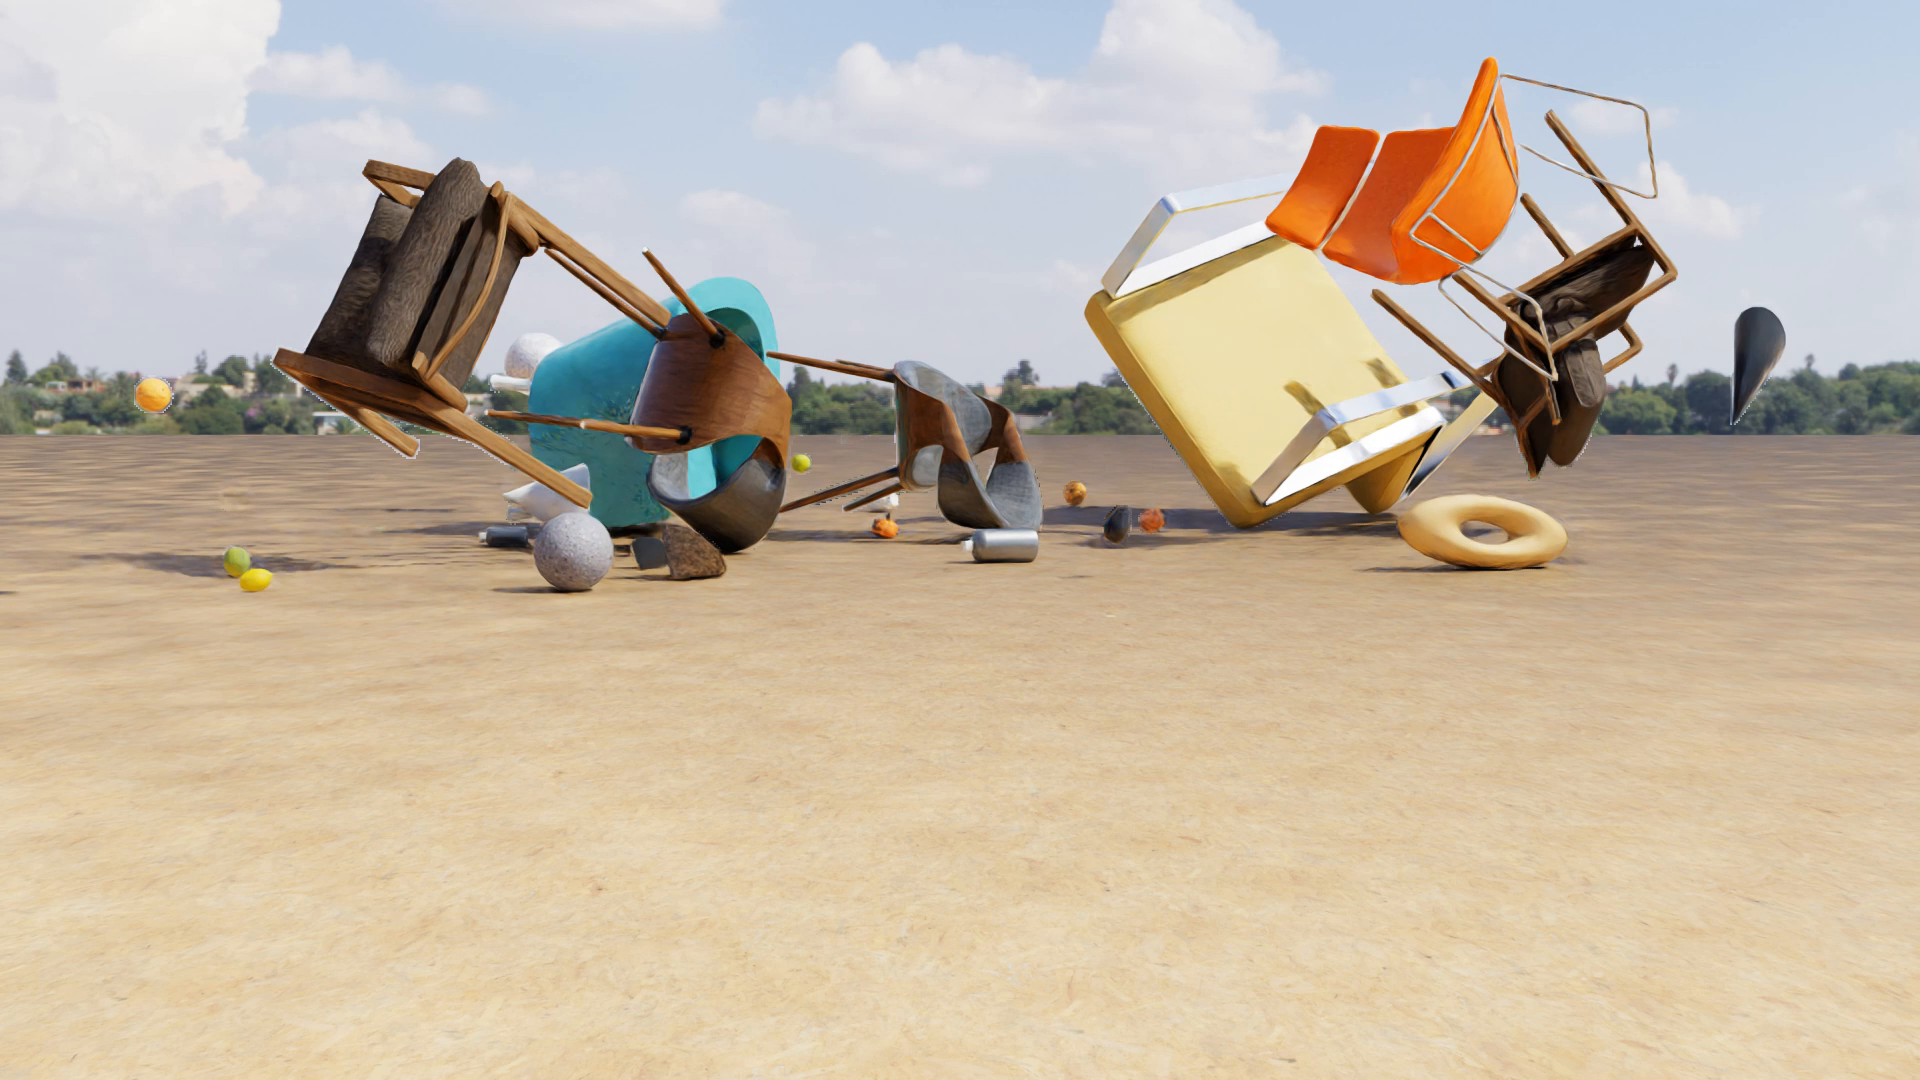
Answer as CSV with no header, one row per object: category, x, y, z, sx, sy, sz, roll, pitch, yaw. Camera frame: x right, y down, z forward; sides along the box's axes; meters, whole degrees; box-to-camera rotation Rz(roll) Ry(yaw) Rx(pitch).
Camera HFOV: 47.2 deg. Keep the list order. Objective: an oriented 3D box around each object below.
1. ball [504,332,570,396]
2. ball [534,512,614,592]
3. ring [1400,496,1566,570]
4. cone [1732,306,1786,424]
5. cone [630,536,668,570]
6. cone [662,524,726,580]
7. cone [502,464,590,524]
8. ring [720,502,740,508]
ball,-1.532,-0.636,7.965,0.234,0.234,0.234,0,4,0
ball,-0.859,0.026,4.889,0.175,0.175,0.175,0,4,0
ring,1.305,-0.017,5.476,0.483,0.184,0.108,5,-12,-21
cone,1.988,-0.404,5.560,0.129,0.217,0.317,9,52,28
cone,-0.782,0.052,5.479,0.119,0.107,0.067,-9,38,32
cone,-0.654,0.060,5.195,0.181,0.094,0.188,41,-29,-12
cone,-1.194,-0.115,6.268,0.234,0.238,0.158,7,-8,-31
ring,-0.866,-0.130,8.268,0.071,0.024,0.096,1,3,30
